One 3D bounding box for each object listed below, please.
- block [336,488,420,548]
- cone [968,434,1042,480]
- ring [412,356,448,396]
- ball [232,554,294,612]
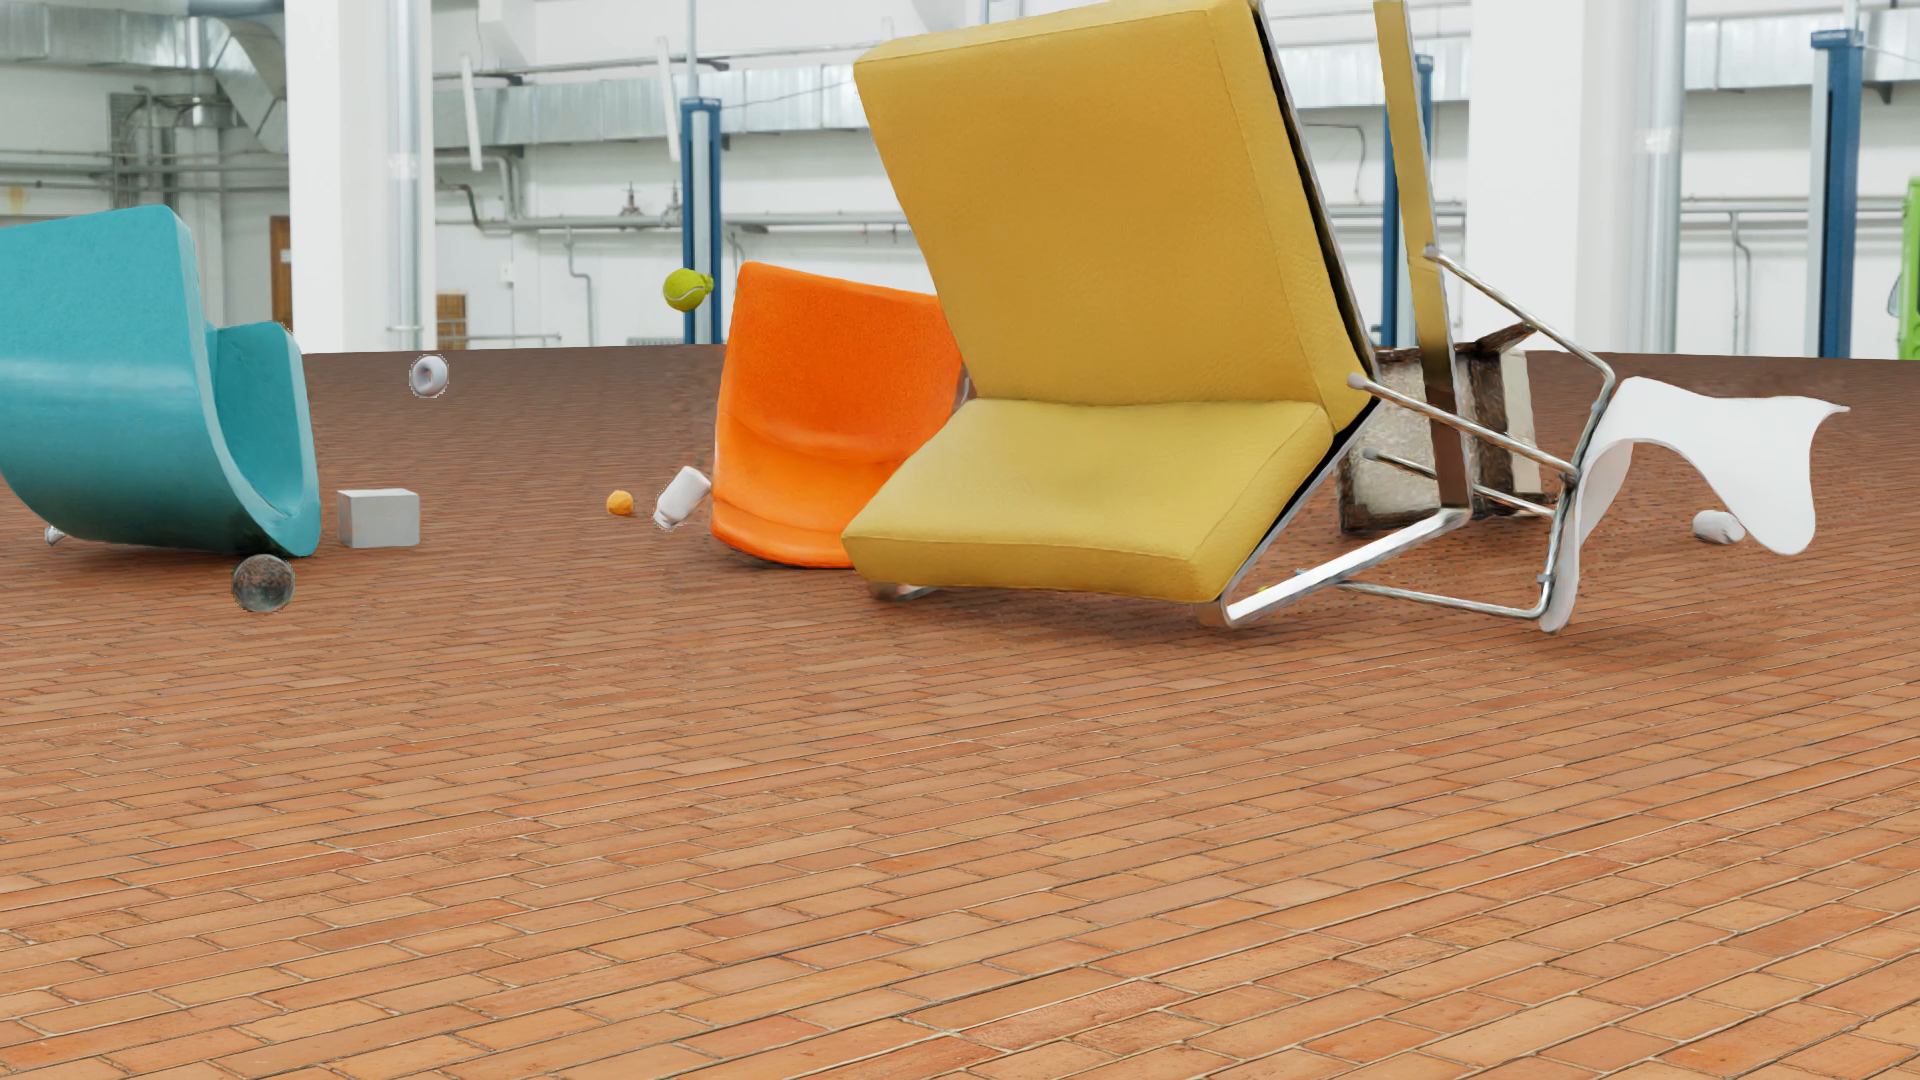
[{"bbox_3d":[-1.440,-0.055,6.345,0.163,0.124,0.199,-3,6,-23],"label":"block"},{"bbox_3d":[0.099,-0.240,8.423,0.260,0.132,0.337,1,17,18],"label":"cone"},{"bbox_3d":[-1.284,-0.397,6.207,0.083,0.101,0.057,25,18,14],"label":"ring"},{"bbox_3d":[-1.365,0.085,5.025,0.116,0.116,0.116,0,6,0],"label":"ball"}]
